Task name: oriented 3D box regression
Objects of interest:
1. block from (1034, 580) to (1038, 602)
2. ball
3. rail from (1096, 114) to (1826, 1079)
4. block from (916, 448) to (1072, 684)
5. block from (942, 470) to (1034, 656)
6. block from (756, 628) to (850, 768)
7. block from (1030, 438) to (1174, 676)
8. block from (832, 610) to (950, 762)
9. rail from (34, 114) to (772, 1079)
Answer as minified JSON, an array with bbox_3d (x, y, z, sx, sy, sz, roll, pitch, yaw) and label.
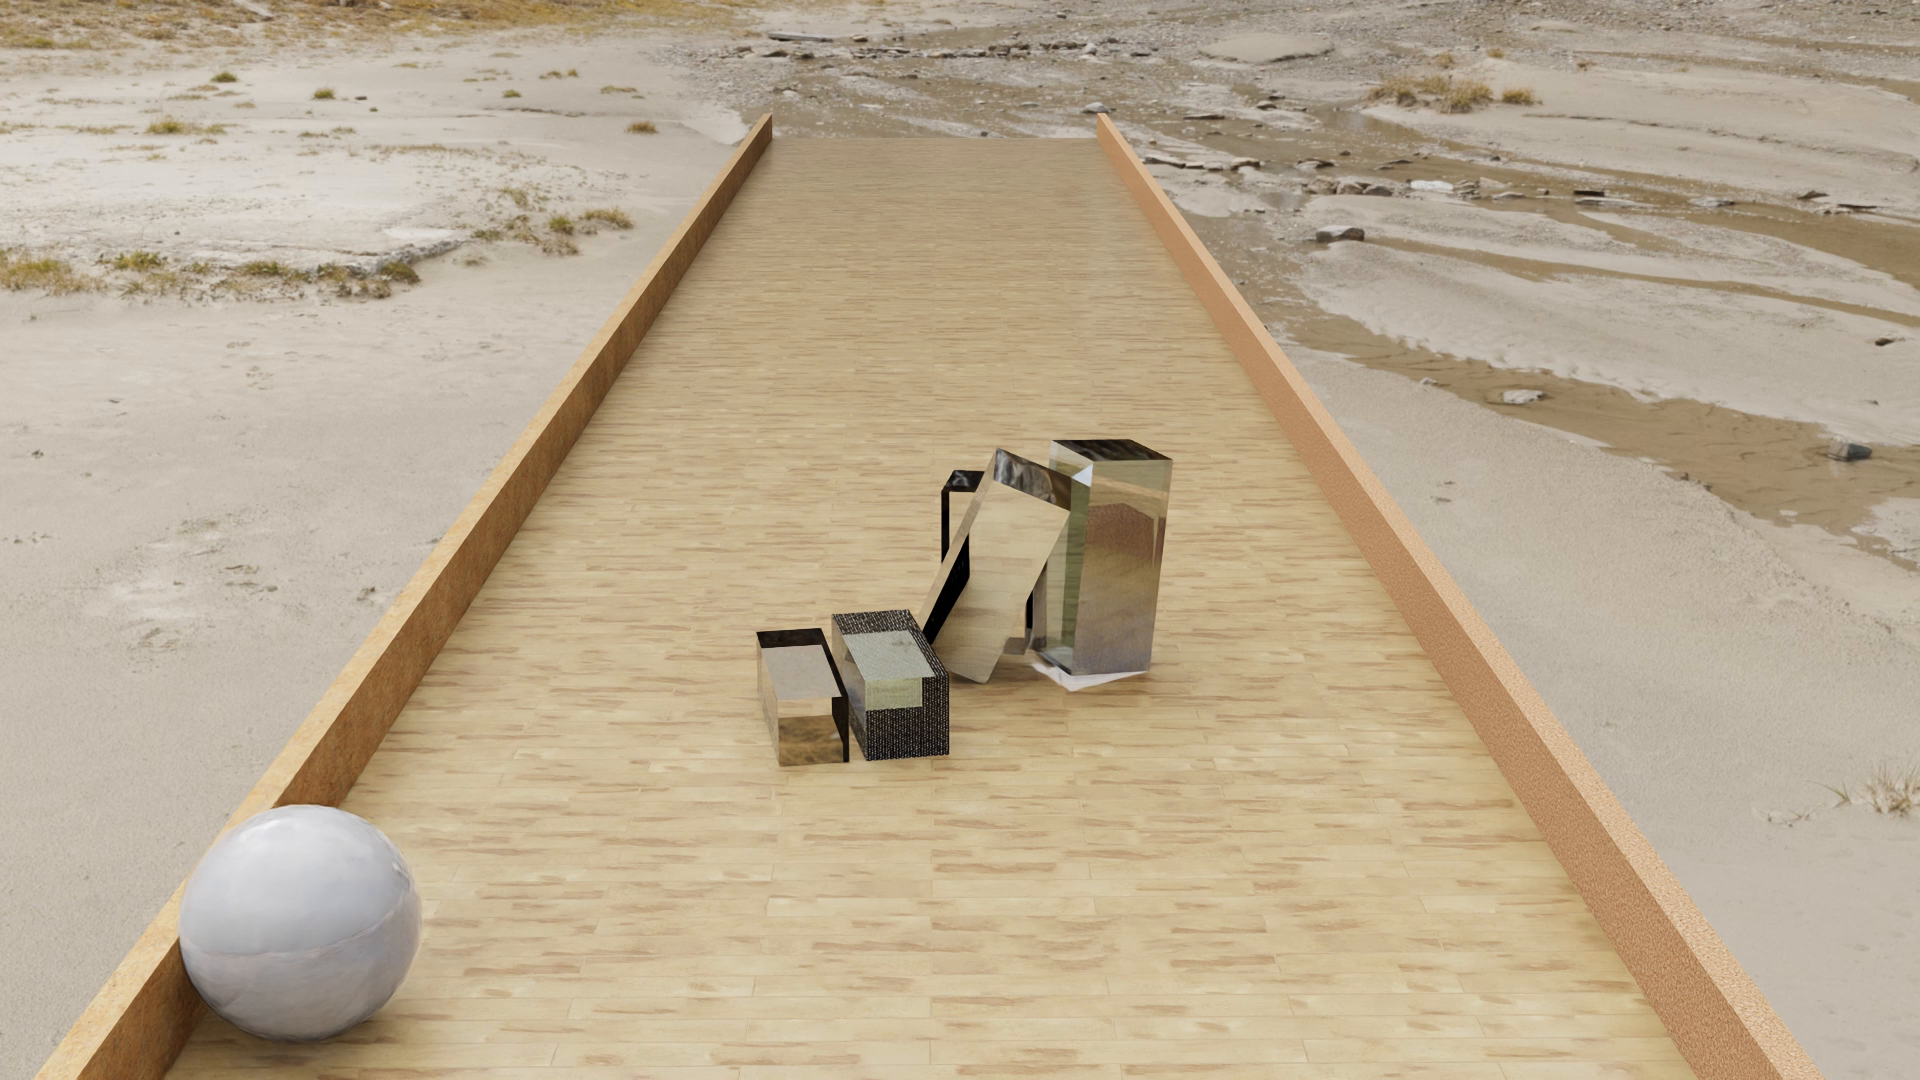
[{"bbox_3d":[0.236,0.056,4.505,0.127,0.305,0.127,-7,18,-22],"label":"block"},{"bbox_3d":[-0.883,0.513,2.952,0.314,0.314,0.314,0,17,0],"label":"ball"},{"bbox_3d":[0.932,-0.844,7.801,0.050,0.150,12.000,0,17,-1],"label":"rail"},{"bbox_3d":[0.060,0.051,4.255,0.158,0.407,0.158,22,25,-7],"label":"block"},{"bbox_3d":[0.059,0.044,4.488,0.170,0.337,0.170,2,17,8],"label":"block"},{"bbox_3d":[-0.293,0.285,4.051,0.125,0.125,0.378,-3,17,-10],"label":"block"},{"bbox_3d":[0.277,0.031,4.339,0.176,0.430,0.176,-2,17,-25],"label":"block"},{"bbox_3d":[-0.133,0.263,4.077,0.151,0.151,0.381,-4,17,-12],"label":"block"},{"bbox_3d":[-1.118,-0.838,7.780,0.050,0.150,12.000,0,17,-1],"label":"rail"}]
